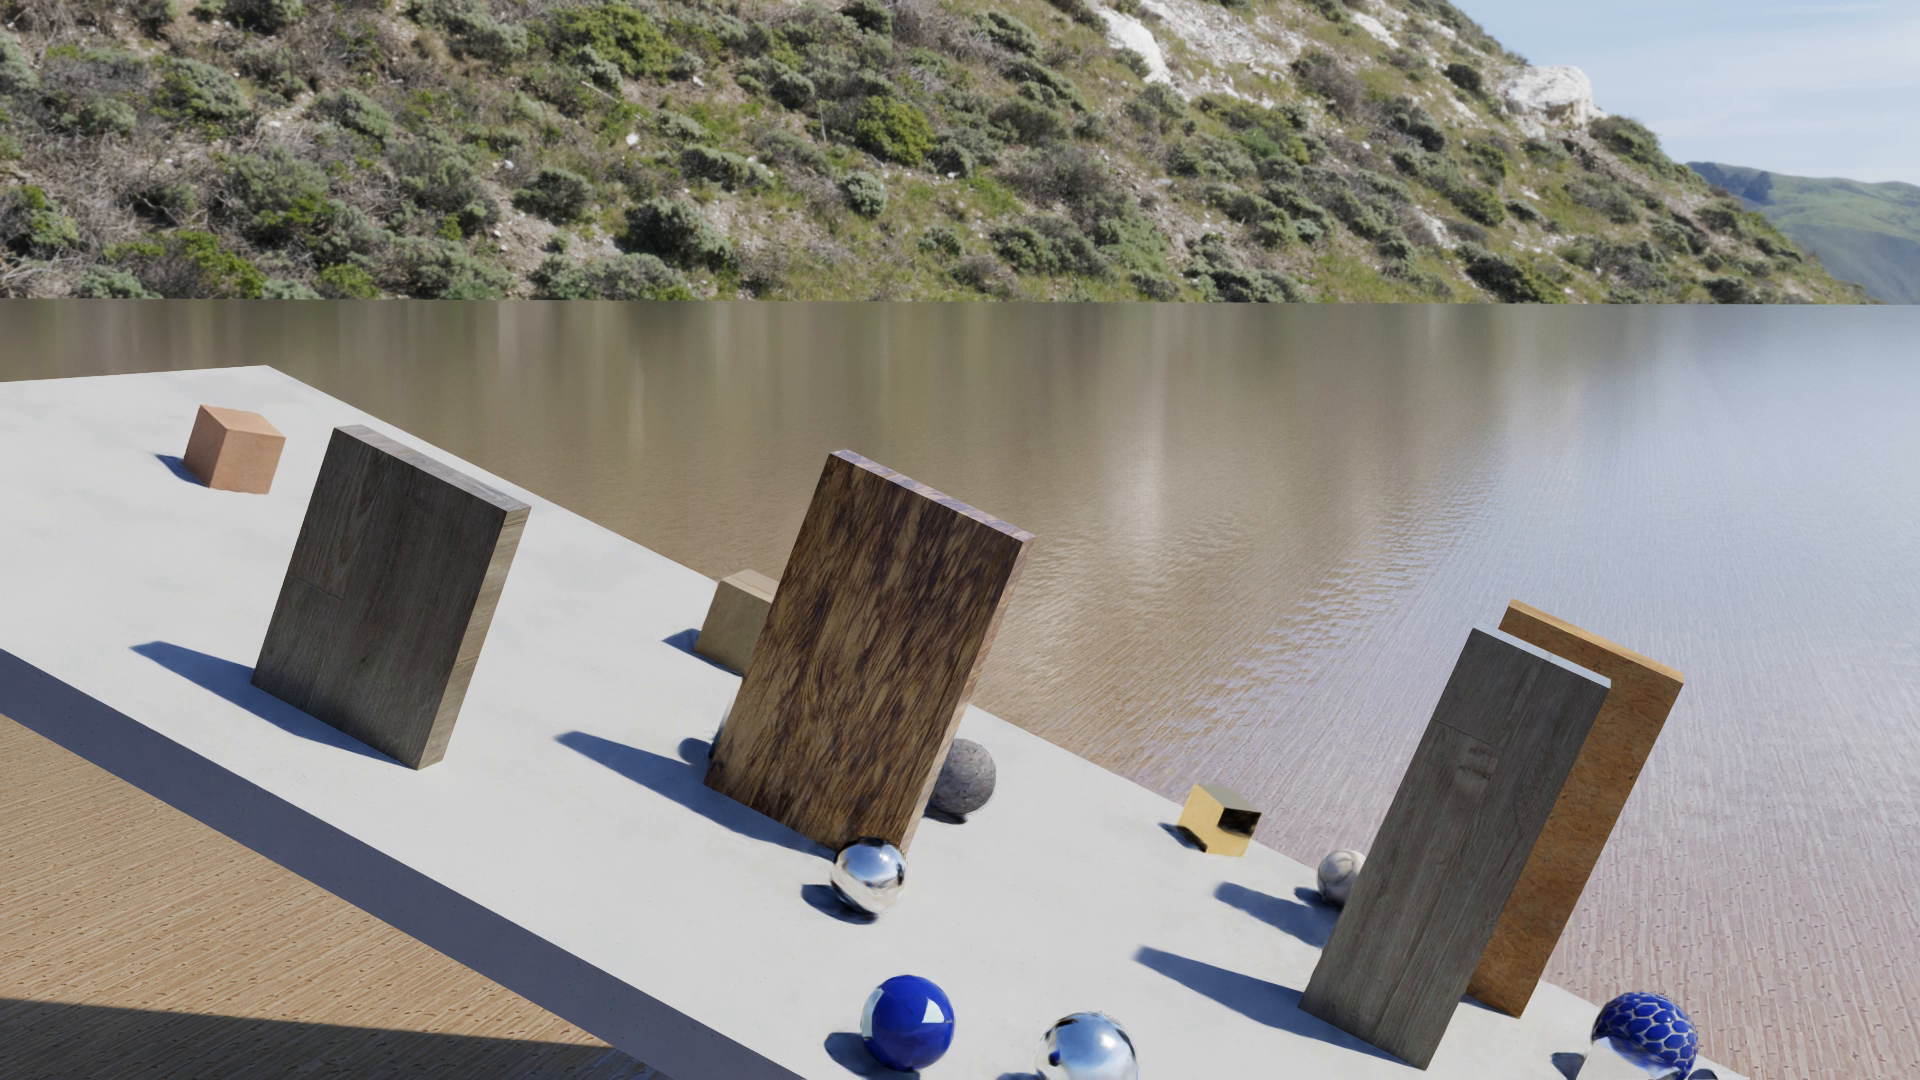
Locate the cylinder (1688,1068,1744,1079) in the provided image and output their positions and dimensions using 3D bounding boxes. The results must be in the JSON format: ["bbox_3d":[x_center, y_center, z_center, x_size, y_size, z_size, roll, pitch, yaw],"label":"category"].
[{"bbox_3d":[1.501,1.108,4.313,0.118,0.118,0.118,18,2,-16],"label":"cylinder"}]

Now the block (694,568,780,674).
[{"bbox_3d":[-0.443,0.186,4.778,0.171,0.171,0.171,25,13,11],"label":"block"}]

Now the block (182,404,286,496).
[{"bbox_3d":[-1.524,-0.188,4.617,0.134,0.134,0.134,8,19,-47],"label":"block"}]

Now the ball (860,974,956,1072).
[{"bbox_3d":[-0.077,0.718,3.267,0.142,0.142,0.142,0,7,0],"label":"ball"}]

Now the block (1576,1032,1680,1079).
[{"bbox_3d":[1.264,1.037,4.192,0.129,0.129,0.129,31,16,35],"label":"block"}]

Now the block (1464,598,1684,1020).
[{"bbox_3d":[1.143,0.551,4.523,0.367,0.774,0.122,25,13,13],"label":"block"}]

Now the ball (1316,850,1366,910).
[{"bbox_3d":[0.833,0.731,4.734,0.130,0.130,0.130,0,7,0],"label":"ball"}]

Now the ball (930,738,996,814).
[{"bbox_3d":[-0.003,0.471,4.380,0.151,0.151,0.151,0,7,0],"label":"ball"}]

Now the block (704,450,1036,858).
[{"bbox_3d":[-0.168,0.221,3.966,0.385,0.666,0.088,25,13,13],"label":"block"}]

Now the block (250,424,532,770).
[{"bbox_3d":[-0.948,0.093,3.649,0.339,0.471,0.081,25,13,13],"label":"block"}]

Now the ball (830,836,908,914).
[{"bbox_3d":[-0.156,0.572,3.756,0.132,0.132,0.132,0,7,0],"label":"ball"}]

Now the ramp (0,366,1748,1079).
[{"bbox_3d":[-0.303,0.535,4.192,4.000,0.100,2.000,25,13,13],"label":"ramp"}]

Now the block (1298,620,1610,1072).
[{"bbox_3d":[0.902,0.563,4.038,0.258,0.793,0.092,25,13,13],"label":"block"}]

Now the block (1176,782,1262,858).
[{"bbox_3d":[0.566,0.614,4.815,0.113,0.113,0.113,13,16,-35],"label":"block"}]

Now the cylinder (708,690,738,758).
[{"bbox_3d":[-0.390,0.372,4.179,0.138,0.138,0.138,21,6,-4],"label":"cylinder"}]

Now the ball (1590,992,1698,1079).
[{"bbox_3d":[1.349,0.994,4.342,0.202,0.202,0.202,0,7,0],"label":"ball"}]

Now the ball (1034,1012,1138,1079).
[{"bbox_3d":[0.191,0.798,3.349,0.156,0.156,0.156,0,7,0],"label":"ball"}]
